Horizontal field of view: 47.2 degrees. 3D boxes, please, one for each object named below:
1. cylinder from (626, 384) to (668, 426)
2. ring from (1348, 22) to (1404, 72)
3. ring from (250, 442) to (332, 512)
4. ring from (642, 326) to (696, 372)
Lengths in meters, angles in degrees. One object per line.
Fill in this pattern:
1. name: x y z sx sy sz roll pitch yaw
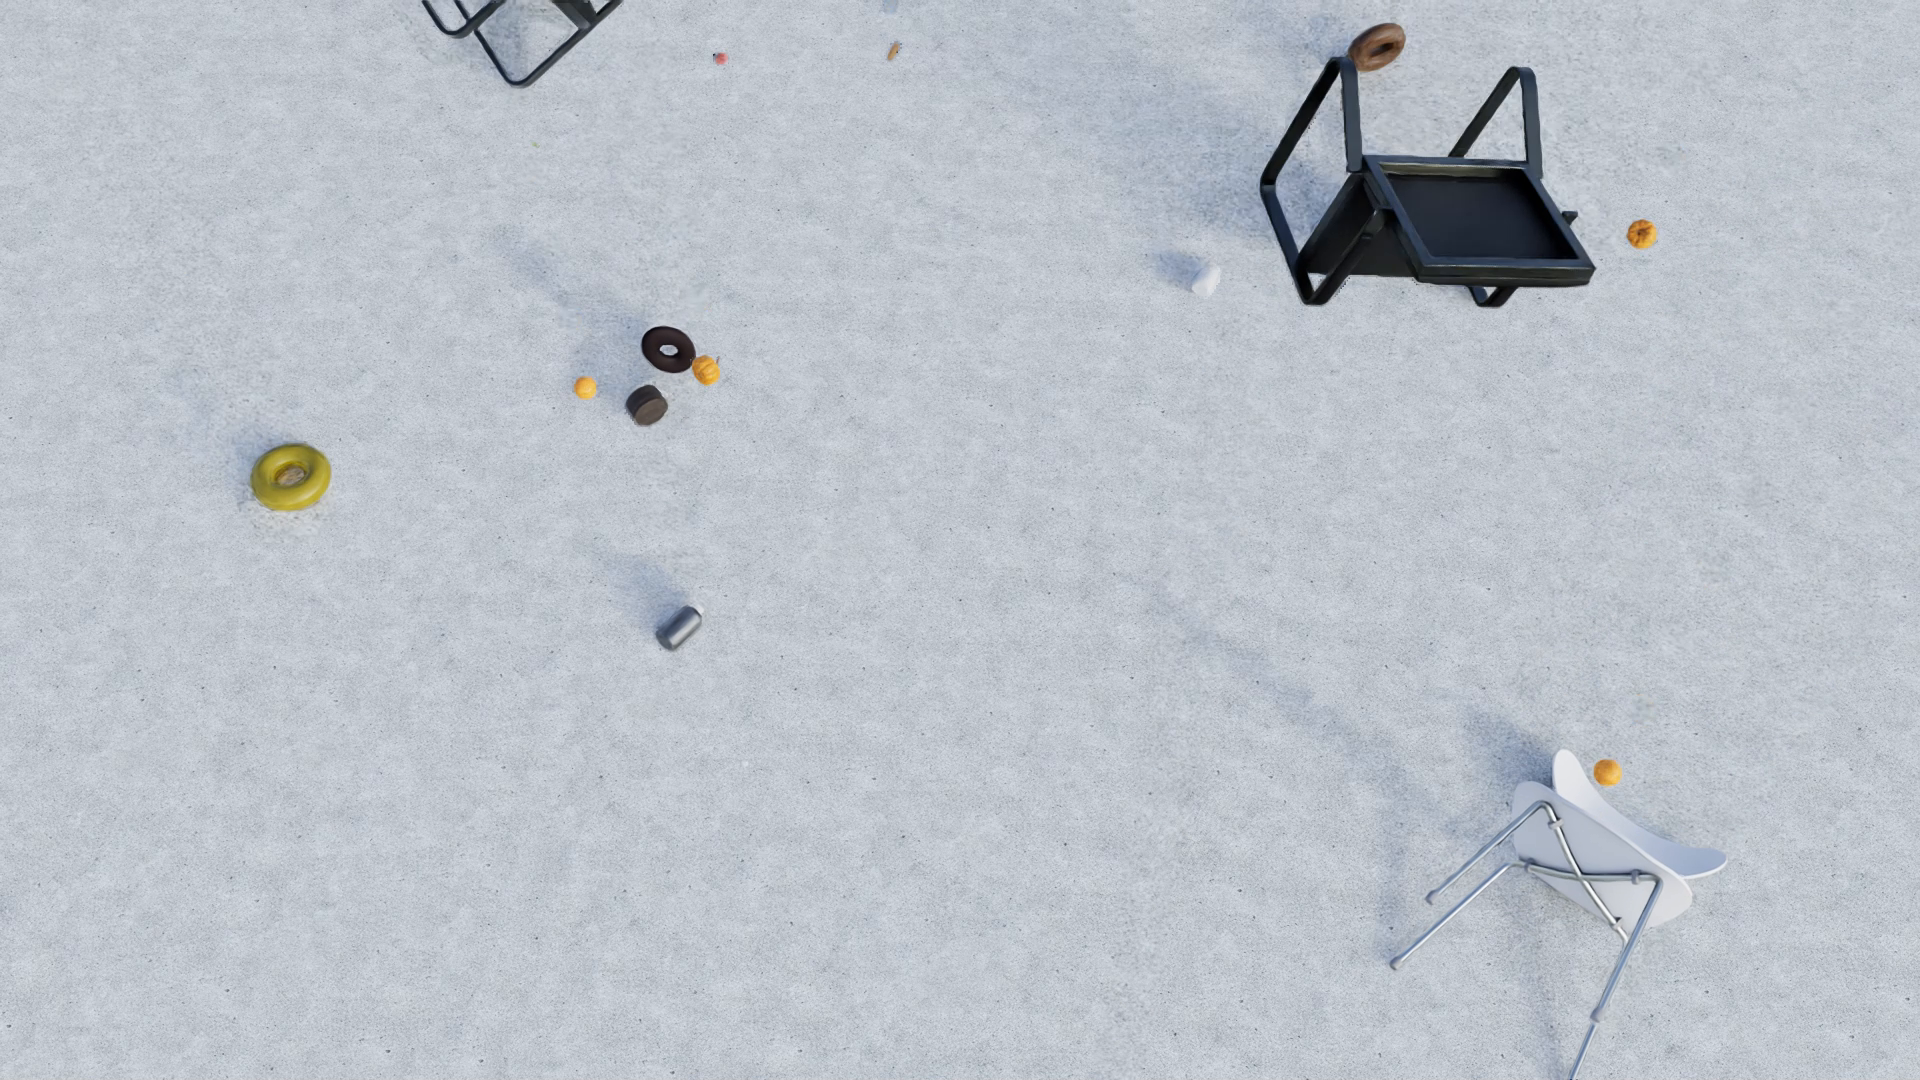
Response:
1. cylinder: -0.965 -0.416 6.785 0.111 0.113 0.063 -31 61 -13
2. ring: 1.436 -1.698 7.586 0.215 0.214 0.071 3 55 -46
3. ring: -2.026 -0.191 6.656 0.242 0.080 0.240 -11 56 -8
4. ring: -0.901 -0.589 6.805 0.152 0.285 0.040 -19 66 4
